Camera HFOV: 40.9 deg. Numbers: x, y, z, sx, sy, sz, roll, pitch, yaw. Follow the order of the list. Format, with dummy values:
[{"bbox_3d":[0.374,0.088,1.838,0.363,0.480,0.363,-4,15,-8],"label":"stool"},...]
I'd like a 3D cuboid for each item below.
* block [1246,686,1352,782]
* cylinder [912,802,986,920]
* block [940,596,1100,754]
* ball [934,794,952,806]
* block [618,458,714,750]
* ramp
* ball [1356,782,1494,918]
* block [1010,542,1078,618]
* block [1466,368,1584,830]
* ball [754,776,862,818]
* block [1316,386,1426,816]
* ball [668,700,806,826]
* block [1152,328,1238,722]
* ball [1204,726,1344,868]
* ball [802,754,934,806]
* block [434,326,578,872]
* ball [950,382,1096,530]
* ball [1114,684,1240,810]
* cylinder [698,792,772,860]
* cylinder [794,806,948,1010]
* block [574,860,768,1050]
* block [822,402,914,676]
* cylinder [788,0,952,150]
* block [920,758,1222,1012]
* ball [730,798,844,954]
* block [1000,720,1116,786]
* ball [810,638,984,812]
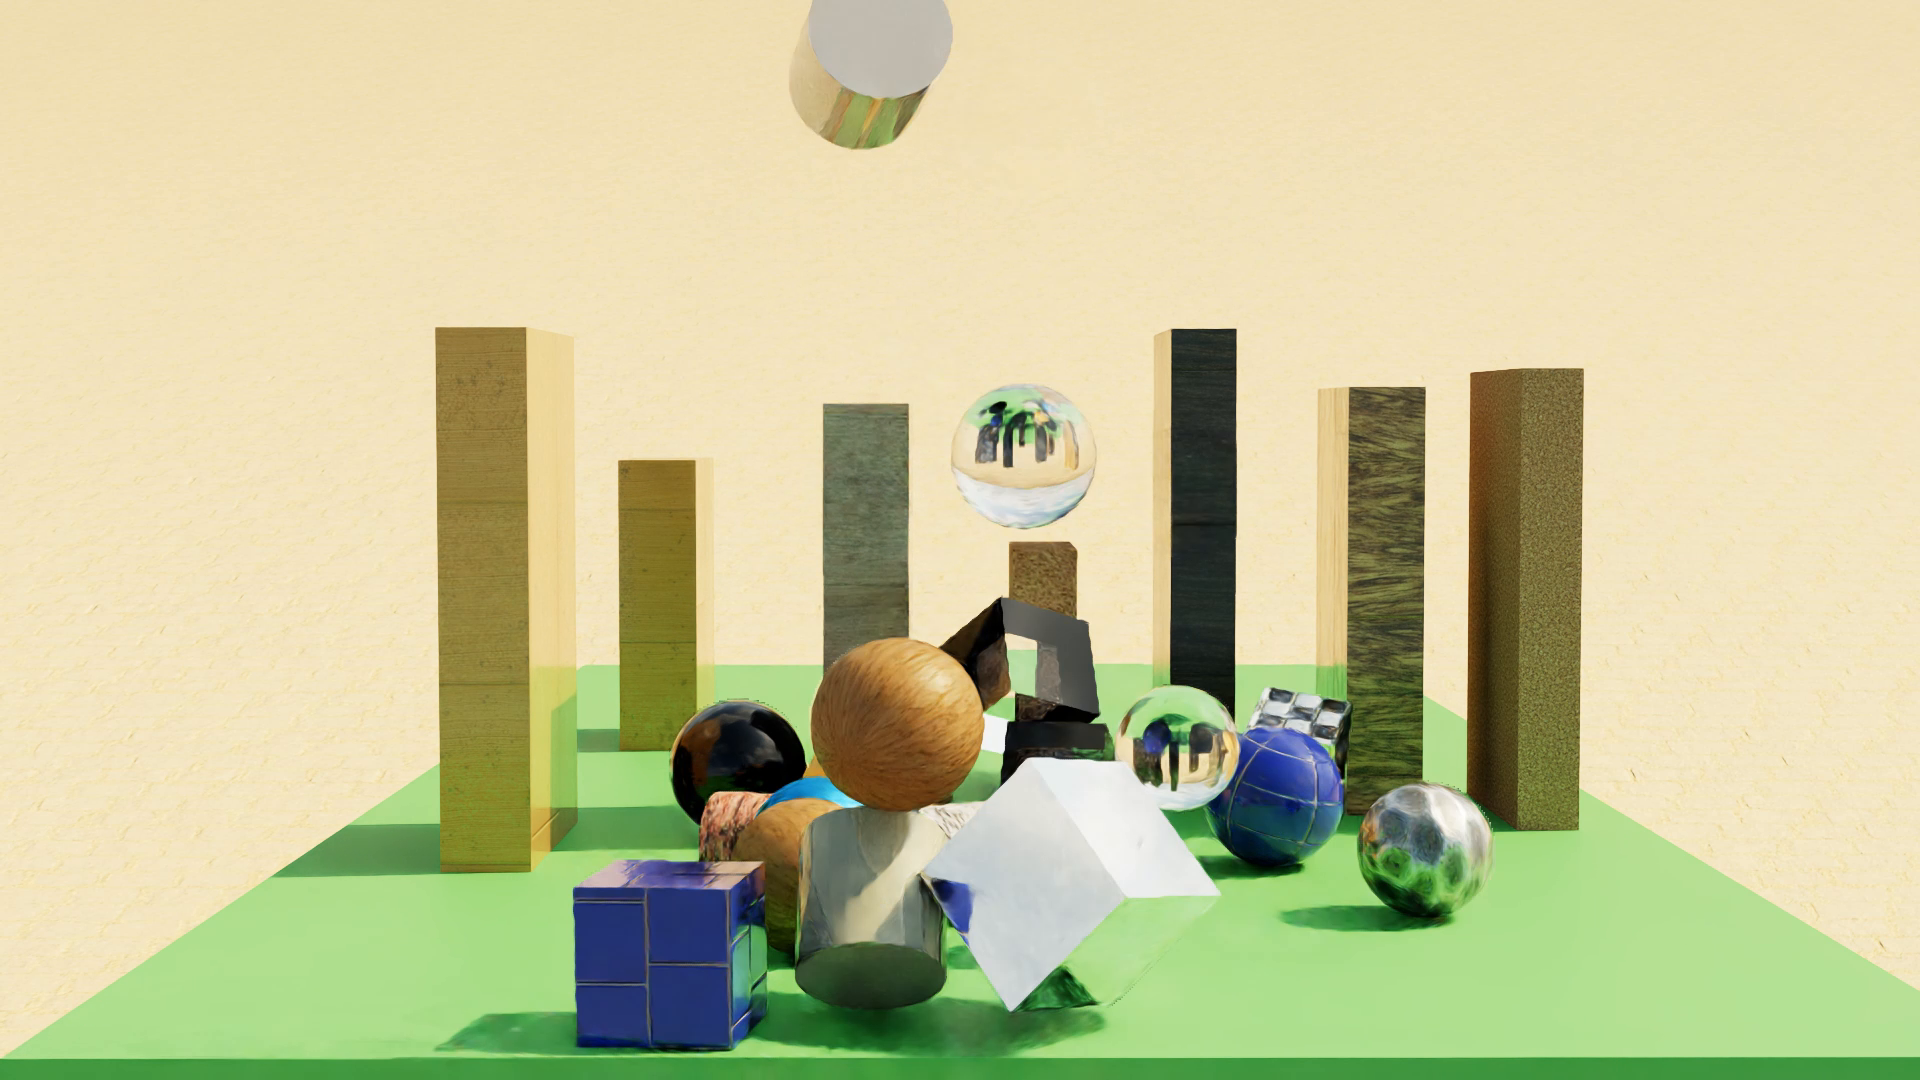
[{"bbox_3d":[0.514,0.329,3.943,0.138,0.138,0.138,10,28,16],"label":"block"},{"bbox_3d":[0.002,0.403,3.239,0.143,0.143,0.143,-1,20,-32],"label":"cylinder"},{"bbox_3d":[0.085,0.205,3.751,0.158,0.158,0.158,17,51,-31],"label":"block"},{"bbox_3d":[-0.103,0.361,3.697,0.185,0.185,0.185,0,22,0],"label":"ball"},{"bbox_3d":[-0.569,0.115,5.015,0.146,0.549,0.351,0,3,0],"label":"block"},{"bbox_3d":[0.051,0.463,4.534,2.000,0.100,4.000,0,3,0],"label":"ramp"},{"bbox_3d":[0.586,0.390,3.241,0.170,0.170,0.170,0,22,0],"label":"ball"},{"bbox_3d":[0.139,0.216,4.326,0.104,0.414,0.303,0,3,0],"label":"block"},{"bbox_3d":[0.895,0.082,4.095,0.094,0.703,0.392,0,3,0],"label":"block"},{"bbox_3d":[-0.176,0.386,3.217,0.181,0.181,0.181,0,22,0],"label":"ball"},{"bbox_3d":[0.670,0.089,4.223,0.121,0.677,0.349,0,3,0],"label":"block"},{"bbox_3d":[-0.333,0.343,3.861,0.206,0.206,0.206,0,22,0],"label":"ball"},{"bbox_3d":[0.398,0.032,4.393,0.107,0.773,0.368,0,3,0],"label":"block"},{"bbox_3d":[0.439,0.359,3.603,0.198,0.198,0.198,0,22,0],"label":"ball"},{"bbox_3d":[-0.128,0.354,3.514,0.185,0.185,0.185,0,22,0],"label":"ball"},{"bbox_3d":[-0.658,0.074,3.765,0.125,0.754,0.440,0,3,0],"label":"block"},{"bbox_3d":[0.061,-0.081,2.482,0.142,0.142,0.142,0,22,0],"label":"ball"},{"bbox_3d":[0.255,0.244,3.019,0.148,0.148,0.148,0,22,0],"label":"ball"},{"bbox_3d":[-0.258,0.402,3.399,0.134,0.134,0.134,1,21,17],"label":"cylinder"},{"bbox_3d":[-0.093,0.389,2.718,0.159,0.159,0.159,0,54,0],"label":"cylinder"},{"bbox_3d":[-0.295,0.423,2.645,0.161,0.161,0.161,-1,3,8],"label":"block"},{"bbox_3d":[-0.139,0.114,3.982,0.126,0.650,0.406,0,3,0],"label":"block"},{"bbox_3d":[-0.089,-0.471,2.507,0.139,0.139,0.139,-5,-10,-13],"label":"cylinder"},{"bbox_3d":[0.114,0.357,2.668,0.182,0.182,0.182,9,39,-53],"label":"block"},{"bbox_3d":[-0.180,0.395,3.020,0.184,0.184,0.184,0,22,0],"label":"ball"},{"bbox_3d":[0.143,0.356,3.682,0.143,0.143,0.143,1,61,13],"label":"block"},{"bbox_3d":[-0.065,0.192,2.679,0.182,0.182,0.182,0,22,0],"label":"ball"}]
